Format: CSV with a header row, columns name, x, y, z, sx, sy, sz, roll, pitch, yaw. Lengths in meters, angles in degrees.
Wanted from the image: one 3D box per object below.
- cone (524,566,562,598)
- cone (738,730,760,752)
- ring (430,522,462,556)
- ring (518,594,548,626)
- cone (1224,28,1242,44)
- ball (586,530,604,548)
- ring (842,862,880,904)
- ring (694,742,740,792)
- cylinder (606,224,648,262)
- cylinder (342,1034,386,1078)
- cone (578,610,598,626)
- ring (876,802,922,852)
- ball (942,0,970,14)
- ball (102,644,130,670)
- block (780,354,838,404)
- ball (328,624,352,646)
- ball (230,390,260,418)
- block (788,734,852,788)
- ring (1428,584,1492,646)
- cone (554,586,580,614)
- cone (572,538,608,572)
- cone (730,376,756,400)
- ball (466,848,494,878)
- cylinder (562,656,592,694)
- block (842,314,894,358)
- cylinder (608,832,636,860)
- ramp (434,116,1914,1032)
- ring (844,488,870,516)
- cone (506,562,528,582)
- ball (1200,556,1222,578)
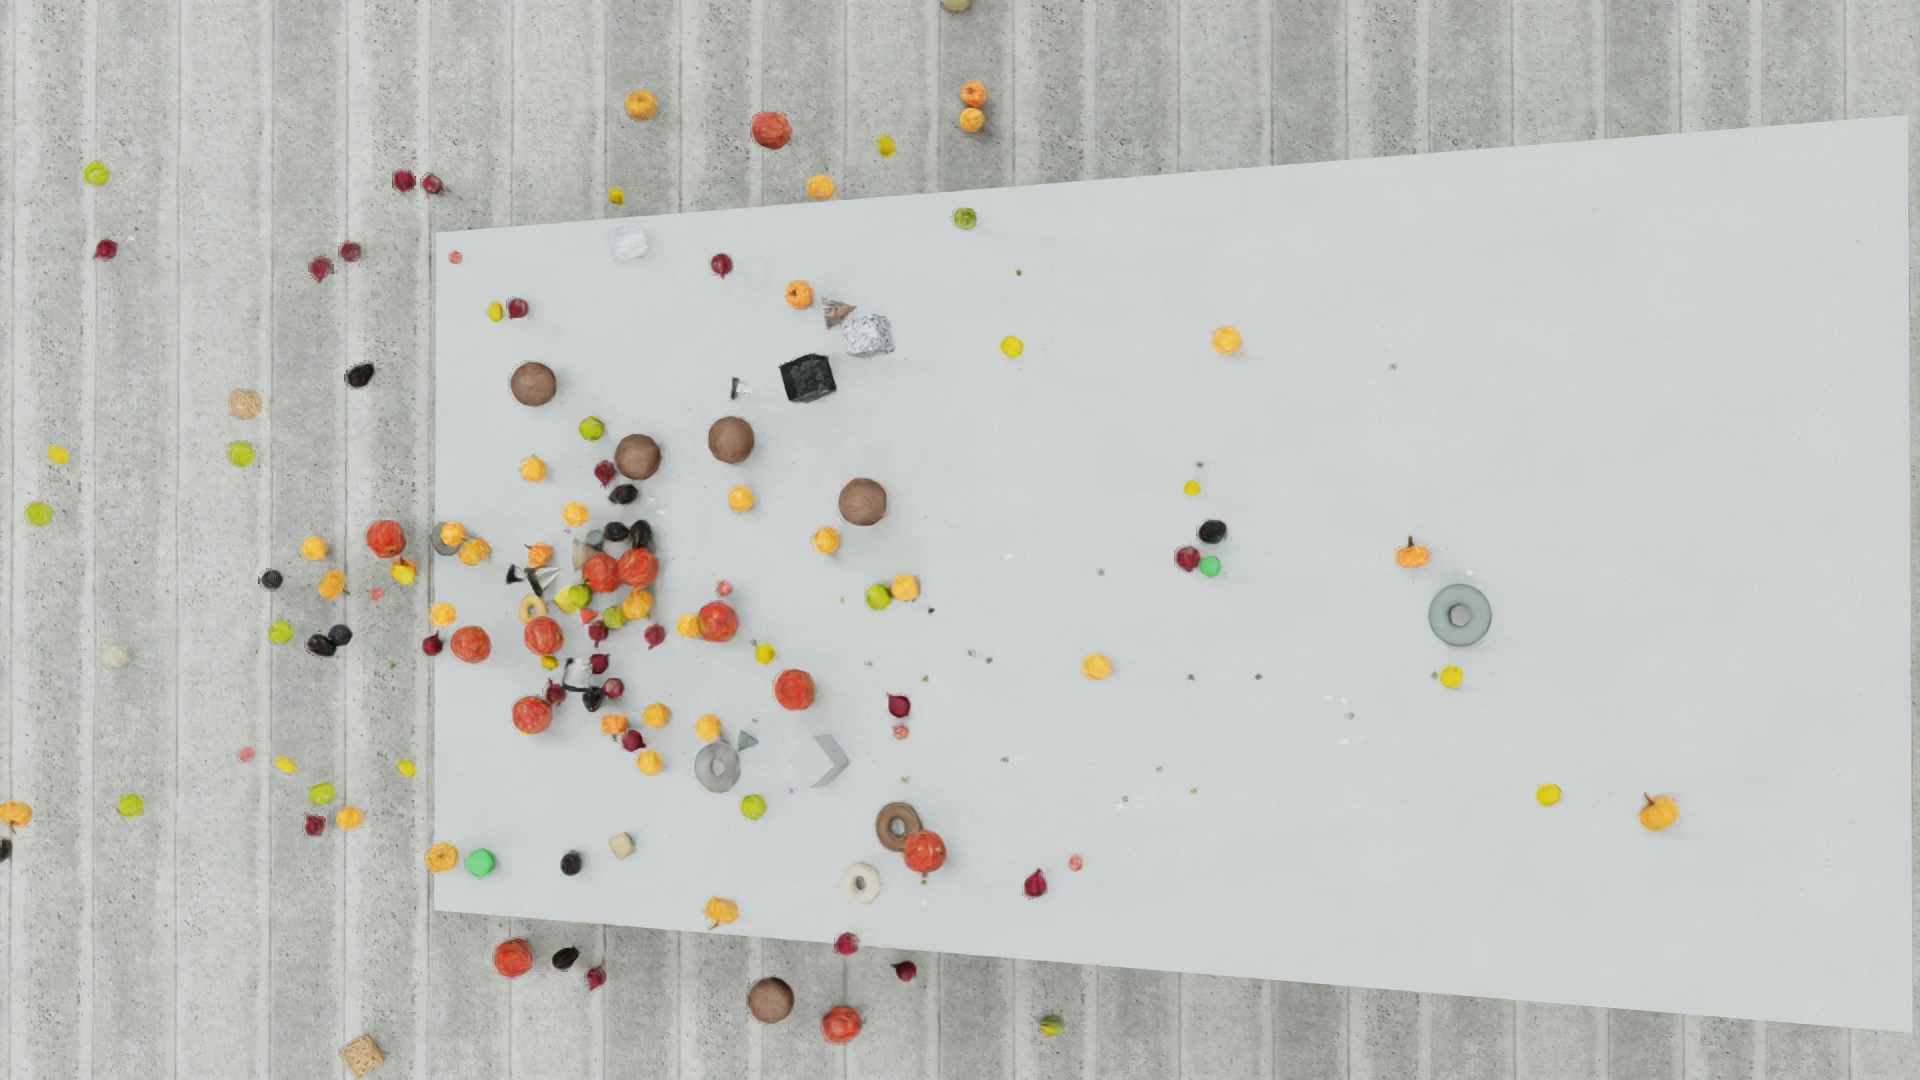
name,x,y,z,sx,sy,sz,roll,pitch,yaw
cone,-1.182,0.100,6.296,0.099,0.099,0.099,-26,89,-5
cone,-0.574,0.551,6.015,0.059,0.059,0.059,4,89,-2
ring,-1.507,-0.004,6.455,0.104,0.035,0.104,1,92,22
ring,-1.230,0.202,6.325,0.095,0.032,0.095,0,89,24
cone,0.819,-1.513,6.576,0.052,0.052,0.052,0,89,0
ball,-1.032,-0.004,6.223,0.051,0.051,0.051,0,89,0
ring,-0.264,0.916,5.860,0.113,0.038,0.113,0,90,24
ring,-0.666,0.625,6.047,0.142,0.047,0.142,0,91,25
cylinder,-0.928,-0.827,6.135,0.087,0.087,0.087,-20,89,-20
cylinder,-1.768,1.528,6.517,0.095,0.095,0.095,-33,91,0
cone,-1.046,0.213,6.243,0.052,0.052,0.052,-20,89,16
ring,-0.163,0.758,5.810,0.134,0.045,0.134,0,90,26
ball,-0.012,-1.617,6.559,0.088,0.088,0.088,0,89,0
ball,-2.510,0.347,6.543,0.076,0.076,0.076,0,89,0
block,-0.408,-0.433,5.908,0.099,0.099,0.099,-20,81,24
ball,-1.845,0.283,6.548,0.066,0.066,0.066,0,89,0
ball,-2.129,-0.405,6.546,0.087,0.087,0.087,0,89,0
block,-0.375,0.591,5.881,0.100,0.100,0.100,-44,72,18
ring,1.179,0.177,5.184,0.149,0.050,0.149,-1,88,26
cone,-1.135,0.171,6.254,0.080,0.080,0.080,0,89,25
cone,-1.044,0.041,6.233,0.095,0.095,0.095,-1,89,-2
cone,-0.591,-0.412,6.032,0.067,0.067,0.067,7,89,1
ball,-1.388,0.934,6.362,0.082,0.082,0.082,0,89,0
cylinder,-1.069,0.378,6.148,0.077,0.077,0.077,1,118,0
block,-0.244,-0.541,5.836,0.093,0.093,0.093,-10,85,25
cylinder,-0.946,0.858,6.164,0.060,0.060,0.060,-31,83,0
ramp,0.282,0.082,5.689,4.000,0.100,2.000,0,89,25
ring,-0.275,-0.099,5.883,0.076,0.025,0.076,1,93,24
cone,-1.268,0.105,6.344,0.067,0.067,0.067,24,89,-18
ball,0.620,0.066,5.445,0.054,0.054,0.054,0,89,0
